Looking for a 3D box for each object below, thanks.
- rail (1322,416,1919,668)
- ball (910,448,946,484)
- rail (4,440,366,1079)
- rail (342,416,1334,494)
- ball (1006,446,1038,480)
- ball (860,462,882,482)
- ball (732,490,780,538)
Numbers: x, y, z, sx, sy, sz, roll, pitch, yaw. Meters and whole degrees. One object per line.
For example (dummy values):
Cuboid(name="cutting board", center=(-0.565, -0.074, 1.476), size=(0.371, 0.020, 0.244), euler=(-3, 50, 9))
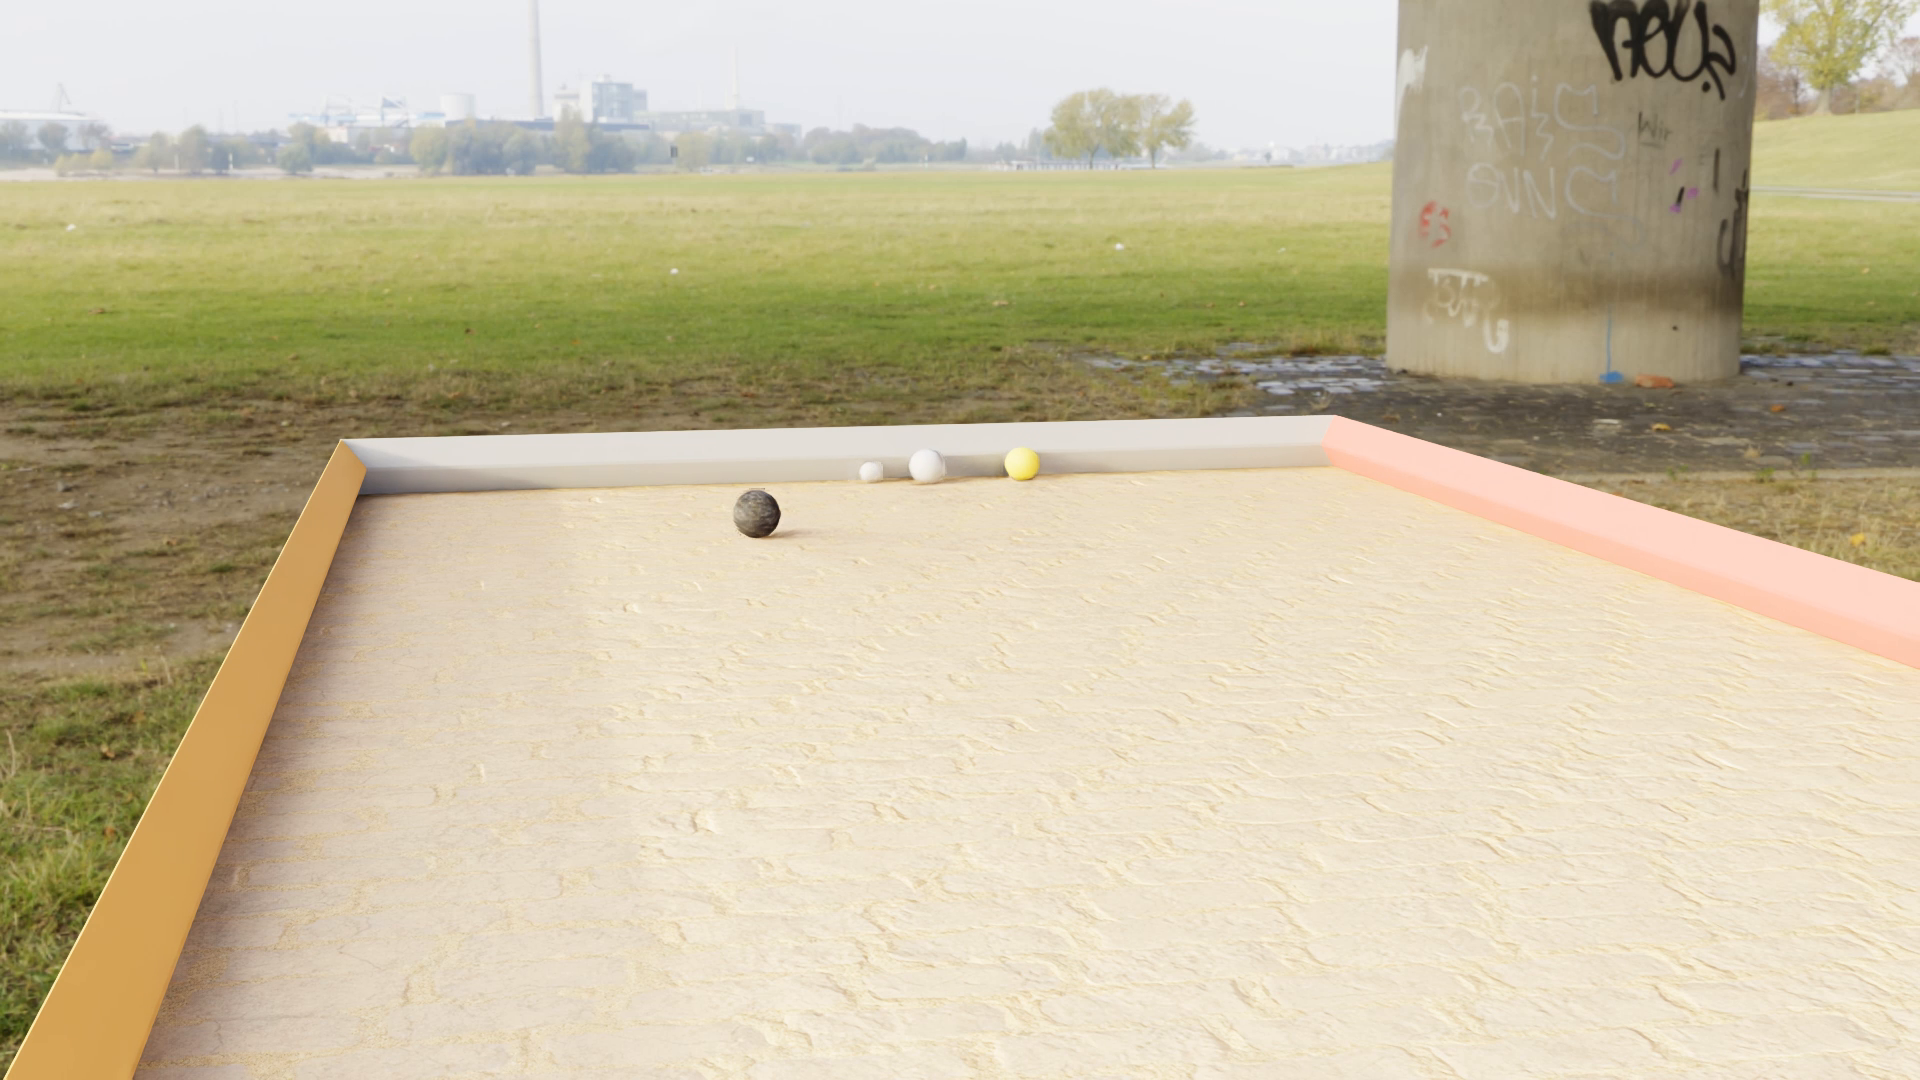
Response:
Cuboid(name="rail", center=(1.089, 0.092, 2.628), size=(0.045, 0.099, 3.553), euler=(-2, 10, -12))
Cuboid(name="ball", center=(-0.061, -0.137, 4.092), size=(0.066, 0.066, 0.066), euler=(0, 10, 0))
Cuboid(name="rail", center=(-0.718, 0.156, 2.246), size=(0.045, 0.099, 3.553), euler=(-2, 10, -12))
Cuboid(name="rail", center=(-0.181, -0.160, 4.127), size=(1.895, 0.099, 0.045), euler=(-2, 10, -12))
Cuboid(name="ball", center=(0.117, -0.144, 4.142), size=(0.063, 0.063, 0.063), euler=(0, 10, 0))
Cuboid(name="ball", center=(-0.167, -0.127, 4.110), size=(0.040, 0.040, 0.040), euler=(0, 10, 0))
Cuboid(name="ball", center=(-0.323, -0.041, 3.490), size=(0.076, 0.076, 0.076), euler=(0, 10, 0))
